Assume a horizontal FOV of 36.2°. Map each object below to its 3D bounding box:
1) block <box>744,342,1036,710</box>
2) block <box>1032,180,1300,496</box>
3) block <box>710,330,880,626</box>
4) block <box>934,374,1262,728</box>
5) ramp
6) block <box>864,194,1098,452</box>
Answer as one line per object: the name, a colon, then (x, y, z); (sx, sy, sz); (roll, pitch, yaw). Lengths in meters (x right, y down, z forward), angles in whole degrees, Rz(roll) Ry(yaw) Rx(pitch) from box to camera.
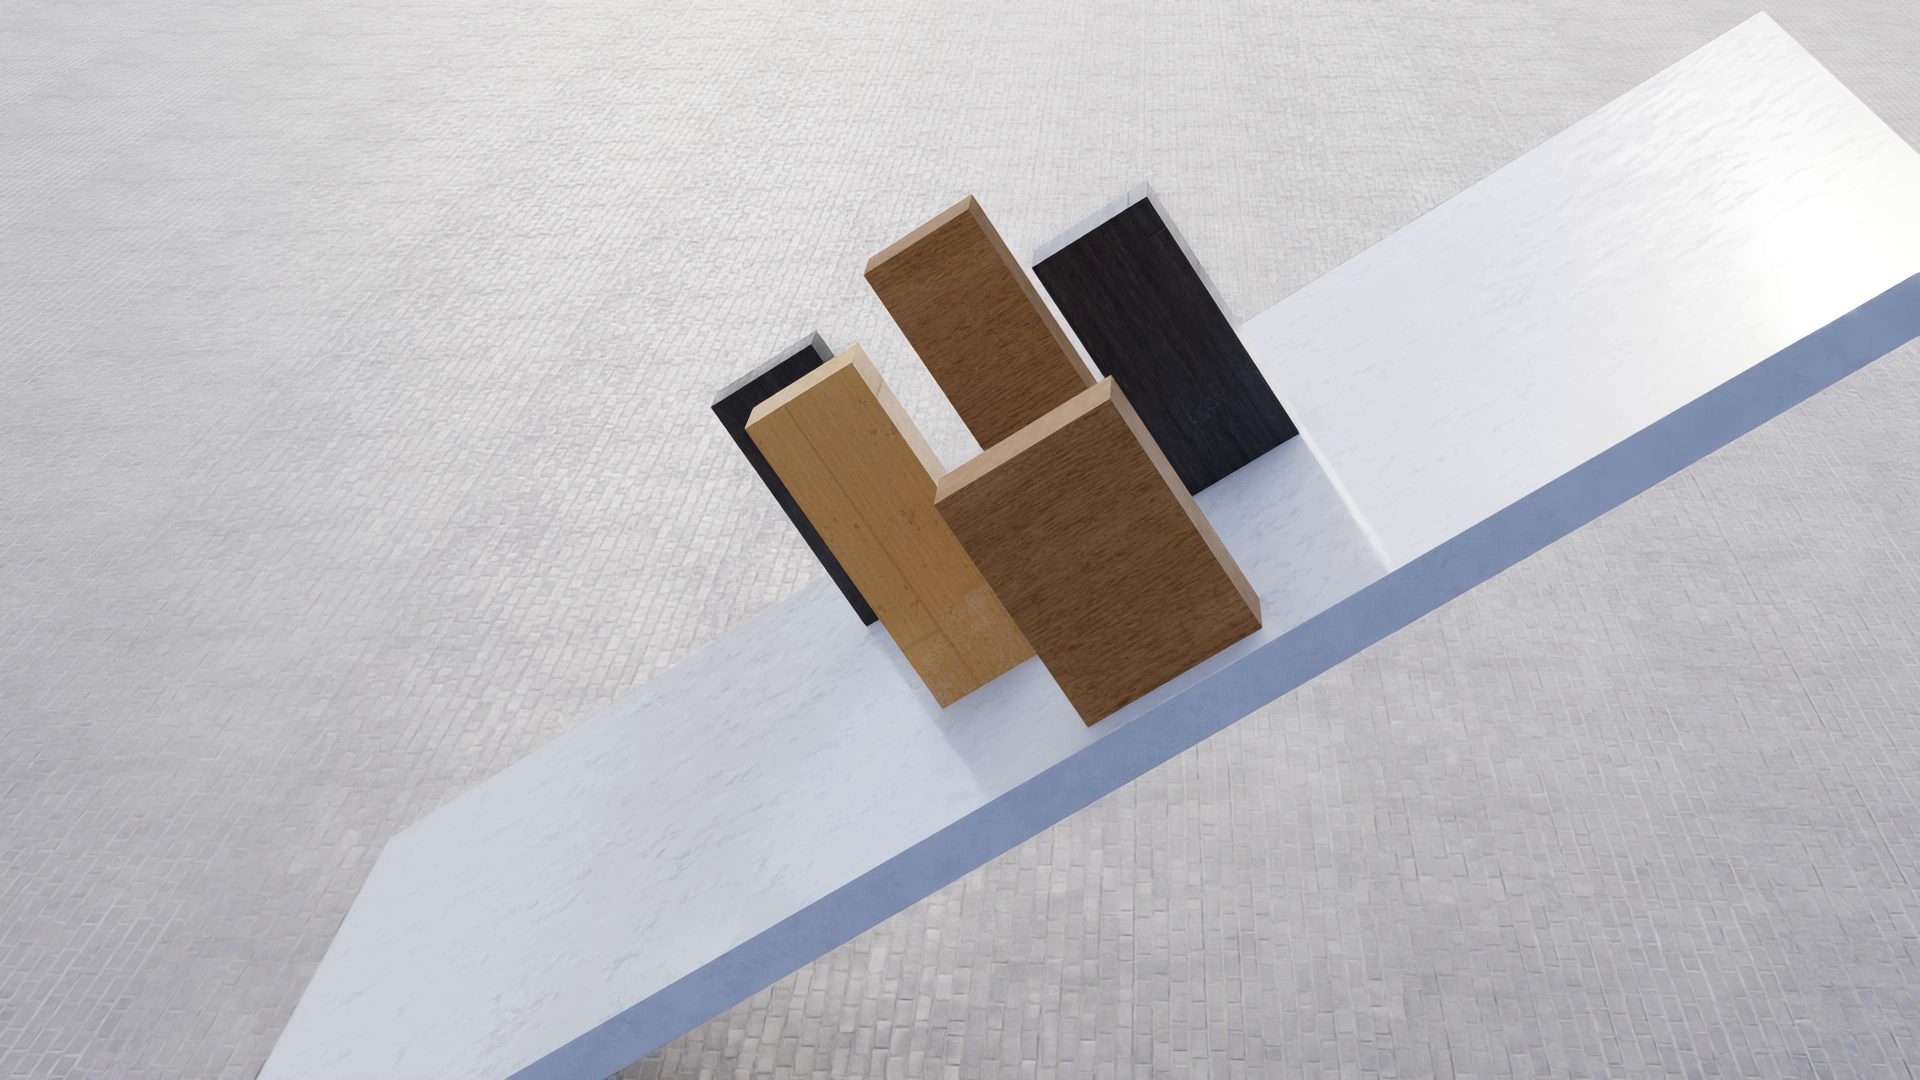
block: (-0.118, -0.025, 5.889); (0.254, 0.705, 0.136); (-31, 15, 14)
block: (0.430, -0.414, 6.127); (0.278, 0.596, 0.139); (-31, 15, 14)
block: (-0.270, -0.137, 6.706); (0.275, 0.627, 0.114); (-31, 15, 14)
block: (0.253, 0.023, 5.329); (0.372, 0.510, 0.142); (-31, 15, 14)
ramp: (0.139, 0.171, 6.296); (4.000, 0.100, 2.000); (-31, 15, 14)
block: (0.078, -0.459, 6.932); (0.292, 0.638, 0.147); (-31, 15, 14)
